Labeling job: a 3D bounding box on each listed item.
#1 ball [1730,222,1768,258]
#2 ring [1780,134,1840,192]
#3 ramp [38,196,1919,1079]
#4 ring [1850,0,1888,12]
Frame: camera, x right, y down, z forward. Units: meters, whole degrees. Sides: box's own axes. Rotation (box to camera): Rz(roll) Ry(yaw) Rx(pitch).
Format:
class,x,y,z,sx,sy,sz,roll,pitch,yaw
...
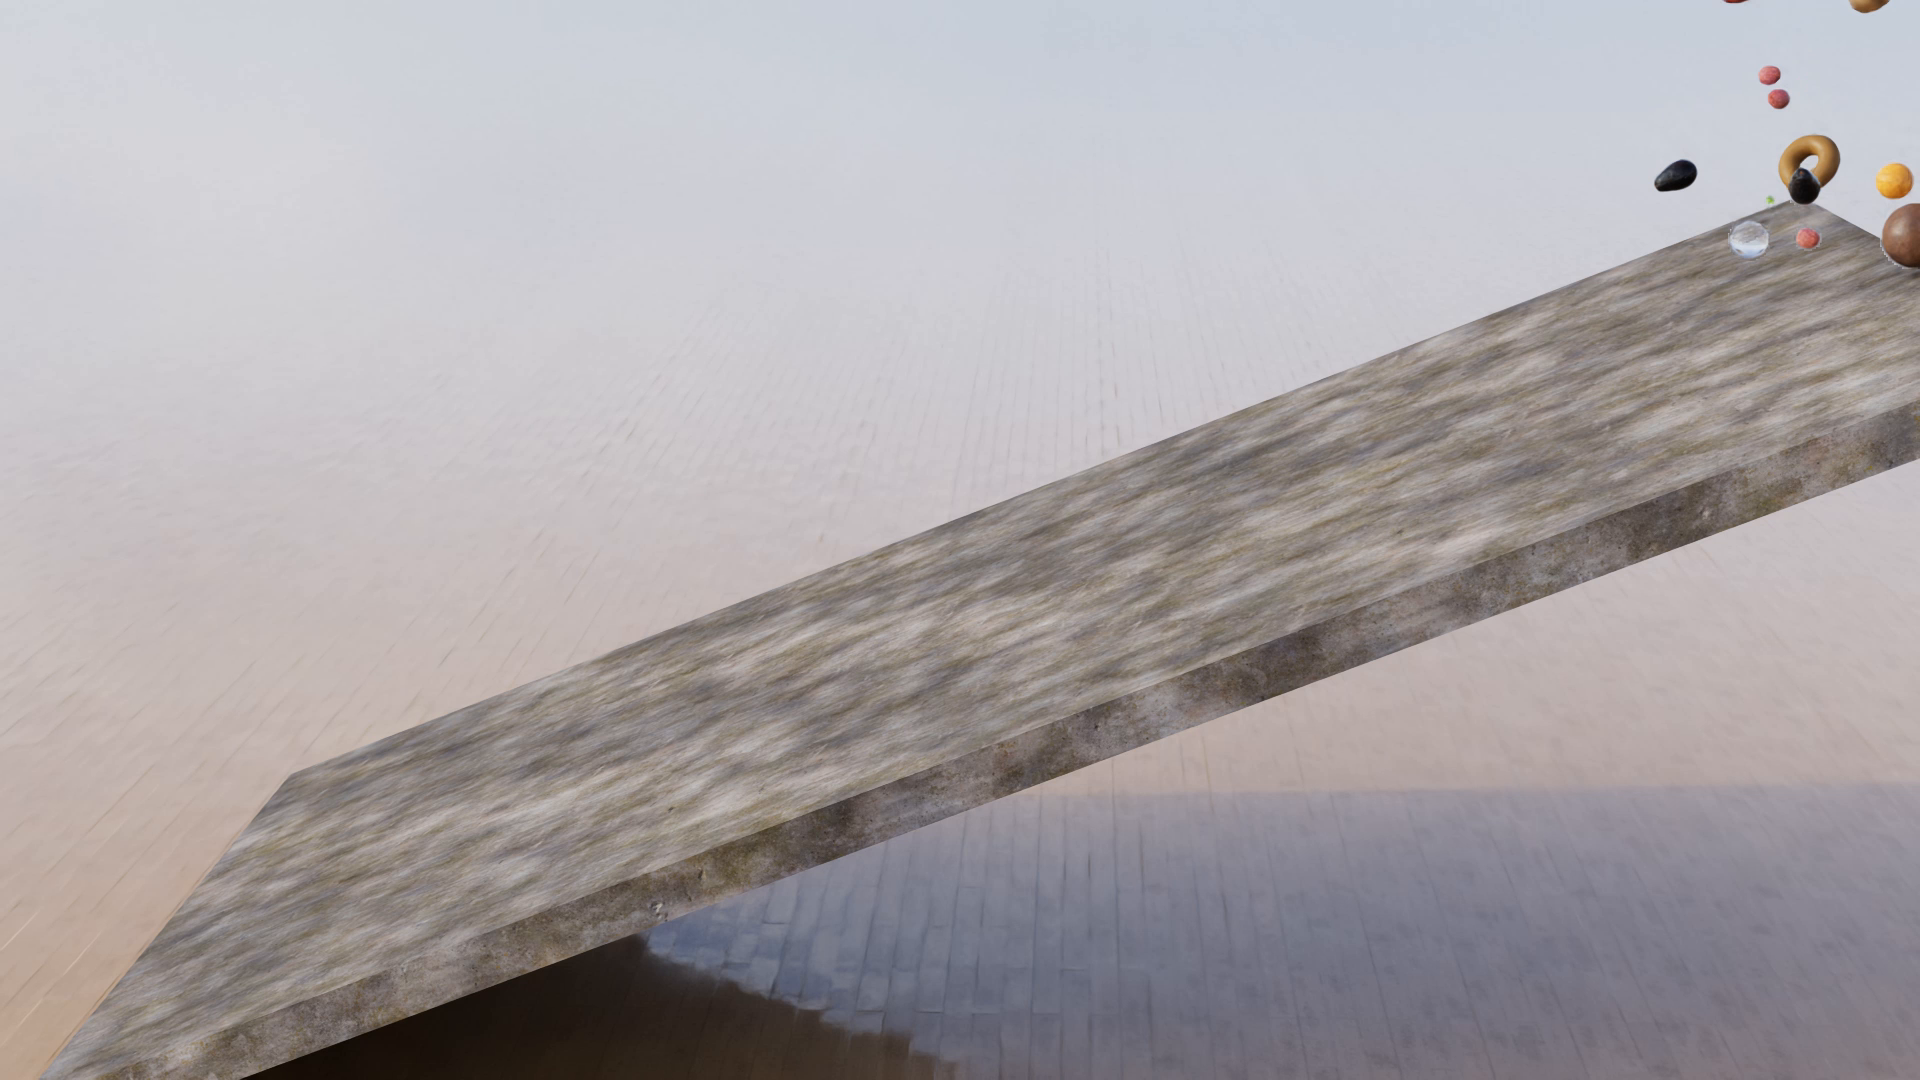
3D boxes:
class,x,y,z,sx,sy,sz,roll,pitch,yaw
ball,1.592,-0.604,5.930,0.075,0.075,0.075,0,14,0
ring,1.761,-0.781,6.099,0.130,0.130,0.043,13,-13,43
ramp,0.124,0.173,6.290,4.000,0.100,2.000,-21,12,7
ring,1.795,-1.090,5.751,0.045,0.134,0.134,33,5,-18
